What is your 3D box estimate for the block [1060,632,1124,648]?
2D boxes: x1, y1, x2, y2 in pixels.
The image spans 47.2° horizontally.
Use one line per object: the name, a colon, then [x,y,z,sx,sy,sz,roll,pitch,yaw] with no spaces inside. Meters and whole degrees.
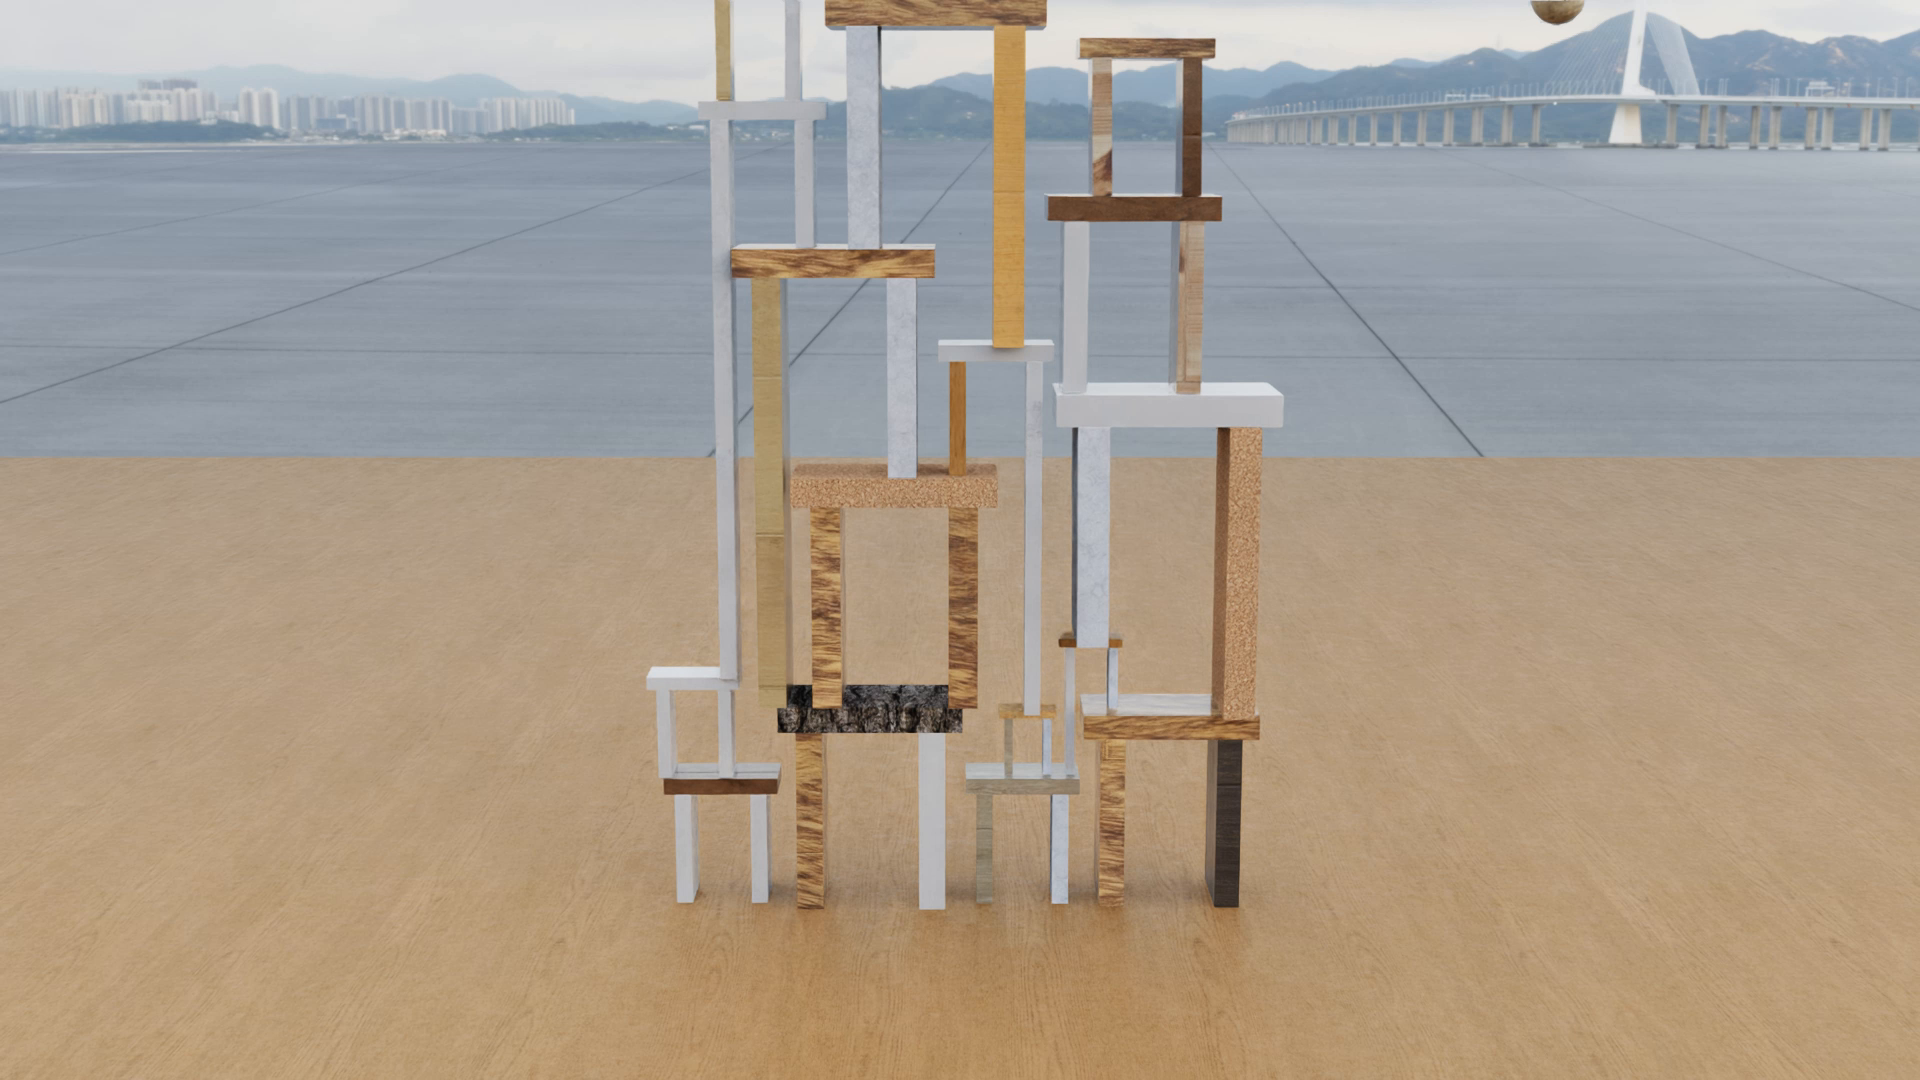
block: [0.214,0.163,3.590,0.104,0.015,0.052,0,11,3]

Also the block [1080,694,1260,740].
block: [0.342,0.291,3.619,0.283,0.040,0.142,0,11,0]

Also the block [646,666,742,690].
block: [-0.434,0.226,3.597,0.149,0.021,0.074,0,11,-1]

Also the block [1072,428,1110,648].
block: [0.210,-0.018,3.556,0.050,0.354,0.177,0,11,0]

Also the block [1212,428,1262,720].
block: [0.448,0.040,3.568,0.050,0.472,0.177,0,11,0]

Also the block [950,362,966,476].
block: [-0.004,-0.199,3.517,0.026,0.182,0.091,0,11,0]

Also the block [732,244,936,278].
block: [-0.196,-0.442,3.478,0.314,0.044,0.157,0,11,0]

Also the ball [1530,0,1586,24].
ball: [1.849,-1.676,6.795,0.165,0.165,0.165,0,11,0]

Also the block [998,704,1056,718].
block: [0.111,0.281,3.614,0.095,0.013,0.047,0,11,0]

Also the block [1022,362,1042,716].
block: [0.117,-0.006,3.552,0.026,0.574,0.091,0,11,0]

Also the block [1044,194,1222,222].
block: [0.270,-0.523,3.460,0.268,0.038,0.134,0,11,-1]

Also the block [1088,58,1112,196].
block: [0.219,-0.645,3.434,0.029,0.208,0.104,-1,10,-1]

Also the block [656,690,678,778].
block: [-0.482,0.309,3.617,0.021,0.148,0.074,0,11,0]

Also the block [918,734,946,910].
block: [-0.045,0.444,3.641,0.042,0.298,0.149,0,11,0]

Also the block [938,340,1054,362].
block: [0.057,-0.301,3.497,0.182,0.026,0.091,0,11,0]

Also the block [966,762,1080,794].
block: [0.102,0.394,3.633,0.186,0.026,0.093,0,11,0]

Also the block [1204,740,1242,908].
block: [0.437,0.450,3.648,0.040,0.283,0.142,0,10,0]

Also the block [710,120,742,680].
block: [-0.373,-0.220,3.513,0.028,0.887,0.098,0,11,-1]

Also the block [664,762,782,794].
block: [-0.391,0.394,3.636,0.185,0.026,0.093,0,11,-1]

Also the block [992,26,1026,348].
block: [0.076,-0.553,3.451,0.048,0.487,0.168,0,11,0]

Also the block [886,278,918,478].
block: [-0.091,-0.266,3.511,0.044,0.314,0.157,0,11,0]

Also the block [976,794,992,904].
block: [0.040,0.498,3.652,0.026,0.186,0.093,0,11,0]

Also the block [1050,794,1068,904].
block: [0.164,0.498,3.652,0.026,0.186,0.093,0,11,0]

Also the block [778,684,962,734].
block: [-0.145,0.277,3.610,0.298,0.042,0.149,0,11,0]

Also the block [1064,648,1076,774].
block: [0.179,0.275,3.614,0.015,0.214,0.052,-1,11,-1]

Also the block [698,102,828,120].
block: [-0.306,-0.670,3.431,0.196,0.028,0.098,0,11,-2]

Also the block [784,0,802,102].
block: [-0.258,-0.763,3.413,0.023,0.161,0.081,1,10,-2]

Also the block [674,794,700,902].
block: [-0.453,0.498,3.654,0.026,0.185,0.093,0,11,0]

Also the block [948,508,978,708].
block: [0.005,0.095,3.577,0.046,0.327,0.163,0,11,0]

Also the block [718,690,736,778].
block: [-0.383,0.309,3.617,0.021,0.149,0.074,0,11,0]

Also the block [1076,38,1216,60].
block: [0.286,-0.762,3.415,0.208,0.029,0.104,0,10,-1]

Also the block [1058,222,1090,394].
block: [0.180,-0.373,3.487,0.038,0.268,0.134,0,11,-1]

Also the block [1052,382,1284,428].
block: [0.327,-0.217,3.519,0.354,0.050,0.177,0,11,0]

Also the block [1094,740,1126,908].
block: [0.248,0.450,3.648,0.040,0.284,0.142,0,11,0]

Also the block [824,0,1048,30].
block: [-0.036,-0.816,3.402,0.336,0.048,0.168,0,11,0]

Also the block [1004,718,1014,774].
block: [0.080,0.334,3.625,0.013,0.095,0.047,0,11,0]

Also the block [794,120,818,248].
block: [-0.241,-0.560,3.454,0.028,0.196,0.098,0,11,0]

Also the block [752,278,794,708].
block: [-0.301,-0.082,3.545,0.044,0.687,0.157,0,11,0]

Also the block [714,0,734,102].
block: [-0.365,-0.764,3.412,0.023,0.161,0.081,0,9,-2]

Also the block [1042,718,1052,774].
block: [0.143,0.334,3.625,0.013,0.095,0.047,0,11,0]

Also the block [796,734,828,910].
block: [-0.244,0.444,3.641,0.042,0.298,0.149,0,11,0]

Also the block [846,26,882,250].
block: [-0.148,-0.628,3.437,0.048,0.336,0.168,0,11,0]

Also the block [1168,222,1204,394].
block: [0.359,-0.373,3.489,0.038,0.268,0.134,0,11,0]

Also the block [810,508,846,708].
block: [-0.213,0.095,3.577,0.046,0.327,0.163,0,11,0]

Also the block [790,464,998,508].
block: [-0.104,-0.088,3.543,0.327,0.046,0.163,0,11,0]

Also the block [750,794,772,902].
block: [-0.330,0.498,3.655,0.026,0.185,0.093,0,11,0]

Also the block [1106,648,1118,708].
block: [0.250,0.220,3.605,0.015,0.103,0.052,0,11,0]

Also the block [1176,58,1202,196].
block: [0.357,-0.645,3.436,0.029,0.208,0.104,-1,10,0]
